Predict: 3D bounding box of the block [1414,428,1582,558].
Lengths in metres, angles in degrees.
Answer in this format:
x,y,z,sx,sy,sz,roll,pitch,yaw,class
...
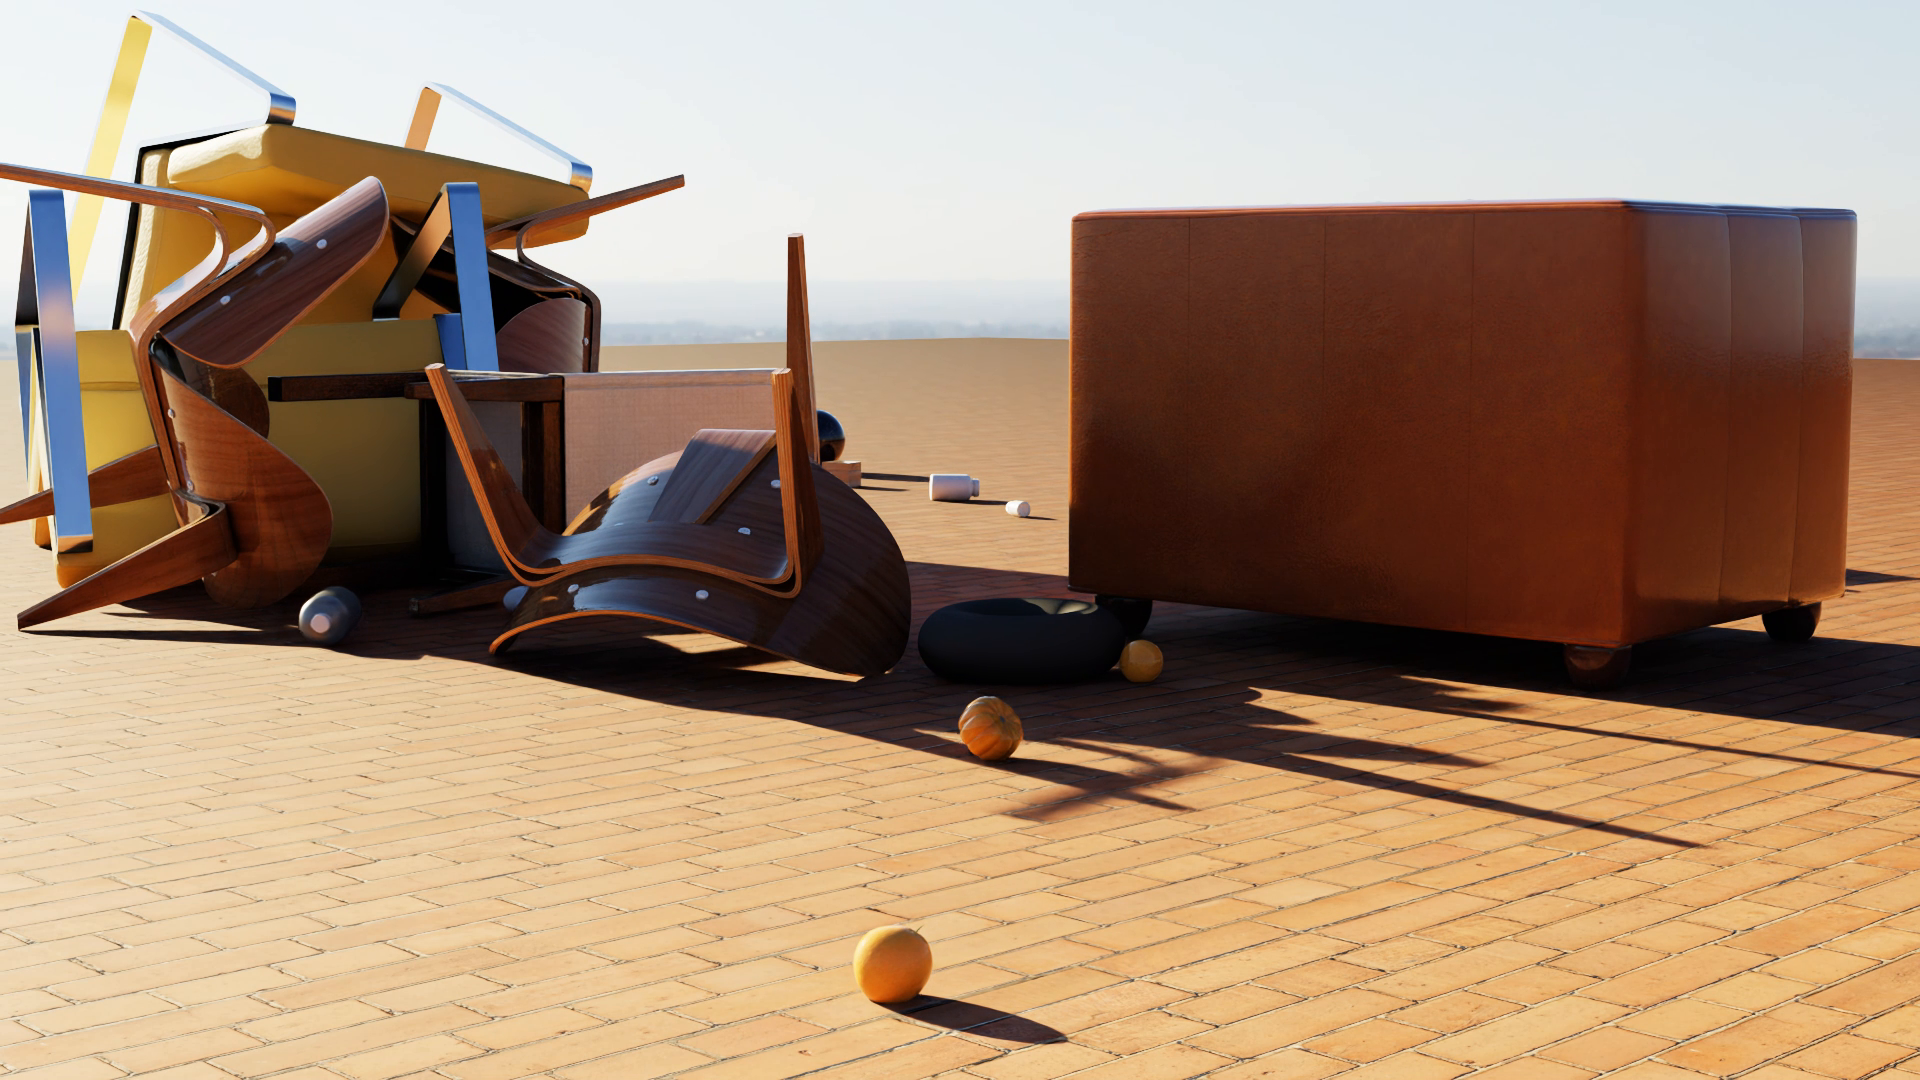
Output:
x,y,z,sx,sy,sz,roll,pitch,yaw,class
1.295,-0.119,6.188,0.283,0.283,0.270,-3,7,-29,block

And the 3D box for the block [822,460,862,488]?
x,y,z,sx,sy,sz,roll,pitch,yaw,class
-0.371,-0.207,8.052,0.097,0.076,0.074,3,7,29,block

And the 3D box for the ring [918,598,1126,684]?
x,y,z,sx,sy,sz,roll,pitch,yaw,class
0.102,0.167,4.251,0.347,0.114,0.301,-2,7,-13,ring

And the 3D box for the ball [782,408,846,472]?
x,y,z,sx,sy,sz,roll,pitch,yaw,class
-0.492,-0.336,8.639,0.212,0.212,0.212,0,6,0,ball
